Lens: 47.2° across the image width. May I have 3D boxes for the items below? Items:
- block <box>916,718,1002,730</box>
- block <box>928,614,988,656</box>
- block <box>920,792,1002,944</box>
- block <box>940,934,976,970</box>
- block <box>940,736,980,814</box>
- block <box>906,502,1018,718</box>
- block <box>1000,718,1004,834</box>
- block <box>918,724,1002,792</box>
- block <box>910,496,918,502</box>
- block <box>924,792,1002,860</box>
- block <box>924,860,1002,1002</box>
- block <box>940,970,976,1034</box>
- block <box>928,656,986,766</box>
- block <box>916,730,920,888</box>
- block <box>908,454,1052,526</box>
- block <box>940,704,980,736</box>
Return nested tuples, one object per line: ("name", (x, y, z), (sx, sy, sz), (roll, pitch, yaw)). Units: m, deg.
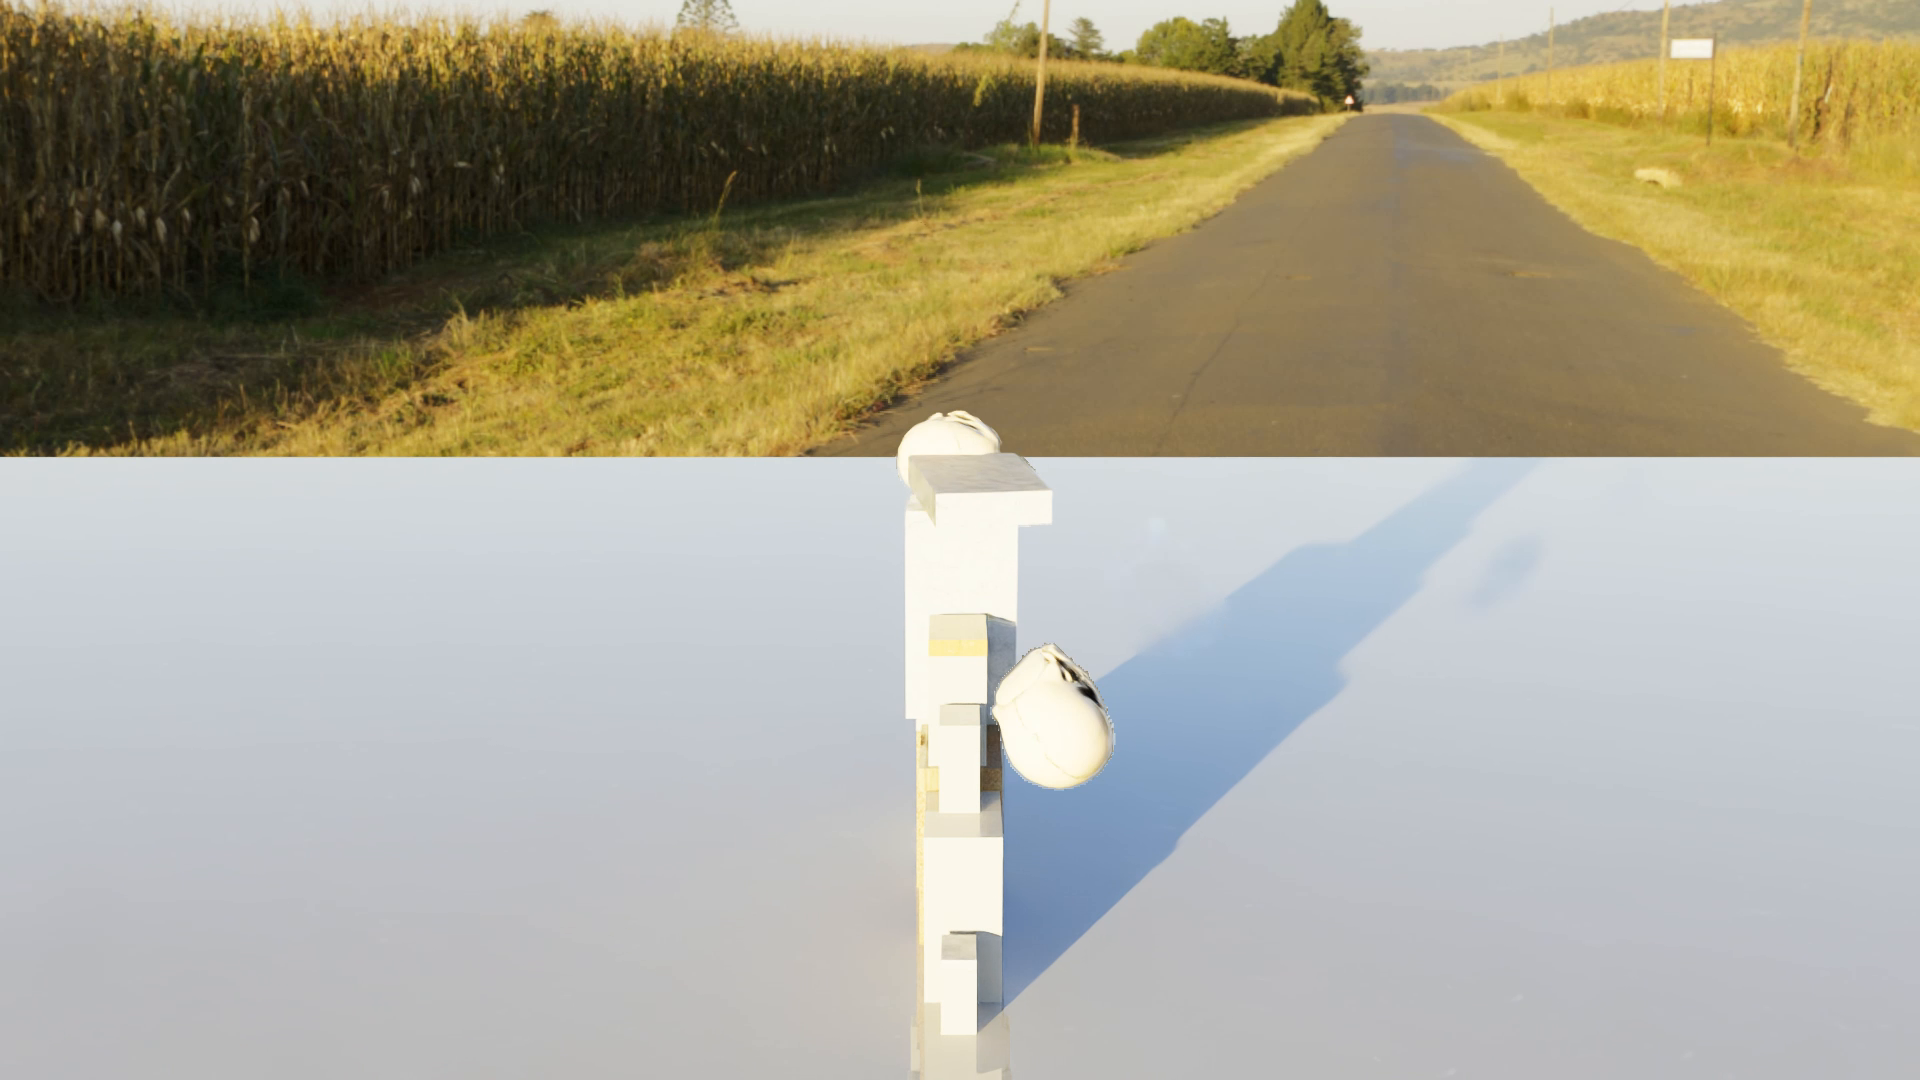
("block", (-0.003, 0.269, 3.757), (0.140, 0.040, 0.279), (0, 11, 0))
("block", (-0.004, 0.147, 3.414), (0.089, 0.025, 0.177), (0, 11, 0))
("block", (0.001, 0.503, 3.435), (0.128, 0.256, 0.036), (0, 11, 0))
("block", (-0.002, 0.584, 3.116), (0.050, 0.014, 0.100), (0, 11, 0))
("block", (-0.001, 0.344, 3.254), (0.060, 0.120, 0.017), (0, 11, 0))
("block", (0.002, 0.114, 3.540), (0.177, 0.355, 0.050), (0, 19, 0))
("block", (0.004, 0.378, 3.974), (0.153, 0.305, 0.043), (0, 11, 0))
("block", (0.000, 0.344, 3.492), (0.128, 0.036, 0.256), (0, 11, 0))
("block", (0.004, 0.084, 3.716), (0.177, 0.355, 0.050), (0, 37, -1))
("block", (0.005, 0.421, 3.257), (0.113, 0.032, 0.226), (0, 11, 0))
("block", (0.005, 0.561, 3.206), (0.113, 0.226, 0.032), (0, 11, 0))
("block", (-0.002, 0.646, 3.094), (0.050, 0.100, 0.014), (0, 11, 0))
("block", (-0.004, 0.258, 3.374), (0.089, 0.177, 0.025), (0, 11, 0))
("block", (-0.003, 0.443, 3.694), (0.140, 0.279, 0.040), (0, 10, 0))
("block", (0.027, -0.082, 3.480), (0.177, 0.050, 0.355), (-2, 12, -8))
("block", (-0.001, 0.269, 3.281), (0.060, 0.017, 0.120), (0, 11, 0))
